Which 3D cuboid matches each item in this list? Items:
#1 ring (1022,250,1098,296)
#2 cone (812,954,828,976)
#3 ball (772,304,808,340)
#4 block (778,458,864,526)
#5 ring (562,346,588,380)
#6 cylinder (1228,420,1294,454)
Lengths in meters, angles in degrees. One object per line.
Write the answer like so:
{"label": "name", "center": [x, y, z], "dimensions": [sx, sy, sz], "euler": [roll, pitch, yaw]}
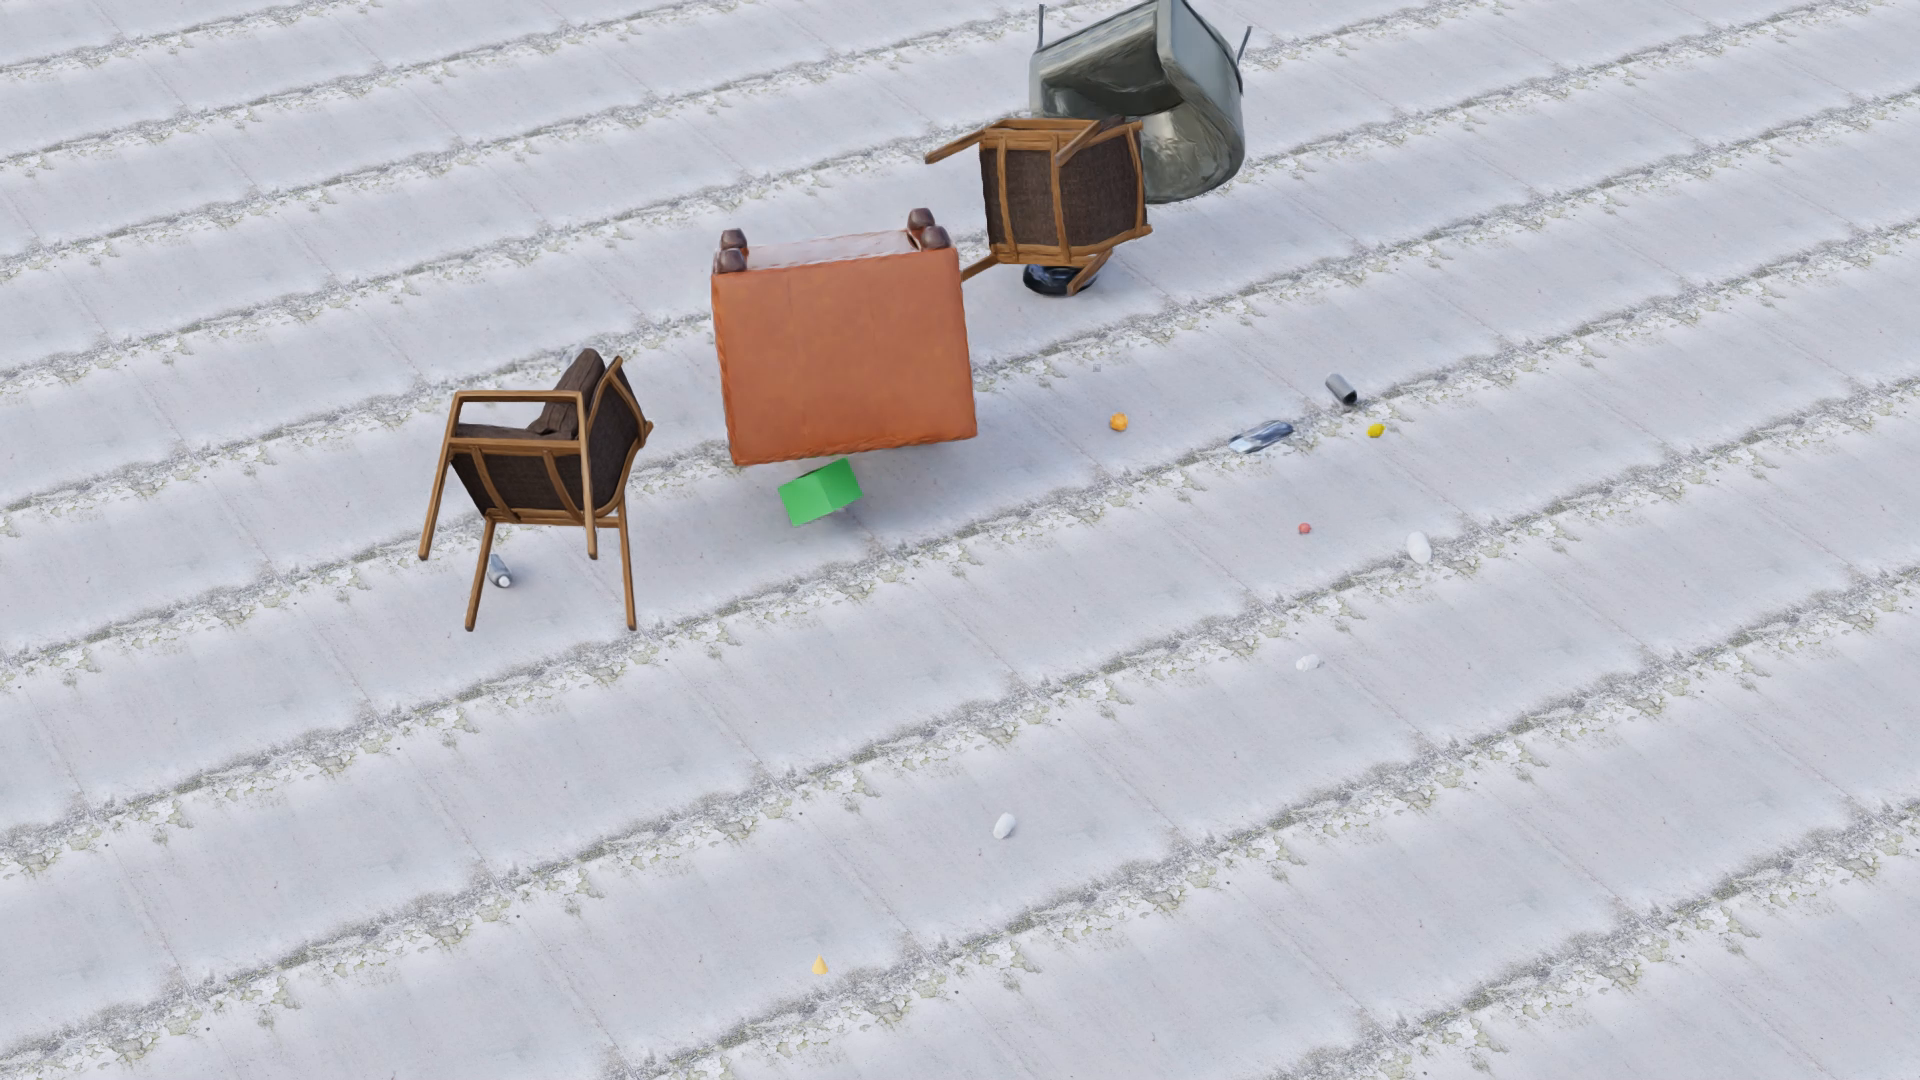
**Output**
{"label": "ring", "center": [0.431, -1.150, 12.629], "dimensions": [0.314, 0.066, 0.389], "euler": [16, 35, 20]}
{"label": "cone", "center": [-0.427, 1.285, 8.938], "dimensions": [0.051, 0.062, 0.057], "euler": [-11, 35, -17]}
{"label": "ball", "center": [-0.705, -0.909, 12.188], "dimensions": [0.150, 0.150, 0.150], "euler": [0, 33, 0]}
{"label": "block", "center": [-0.521, -0.179, 10.929], "dimensions": [0.204, 0.160, 0.197], "euler": [-21, 5, 38]}
{"label": "ring", "center": [-1.563, -0.717, 11.904], "dimensions": [0.078, 0.150, 0.094], "euler": [17, 13, -40]}
{"label": "cylinder", "center": [1.163, -0.398, 11.323], "dimensions": [0.176, 0.072, 0.192], "euler": [-25, 17, -34]}
